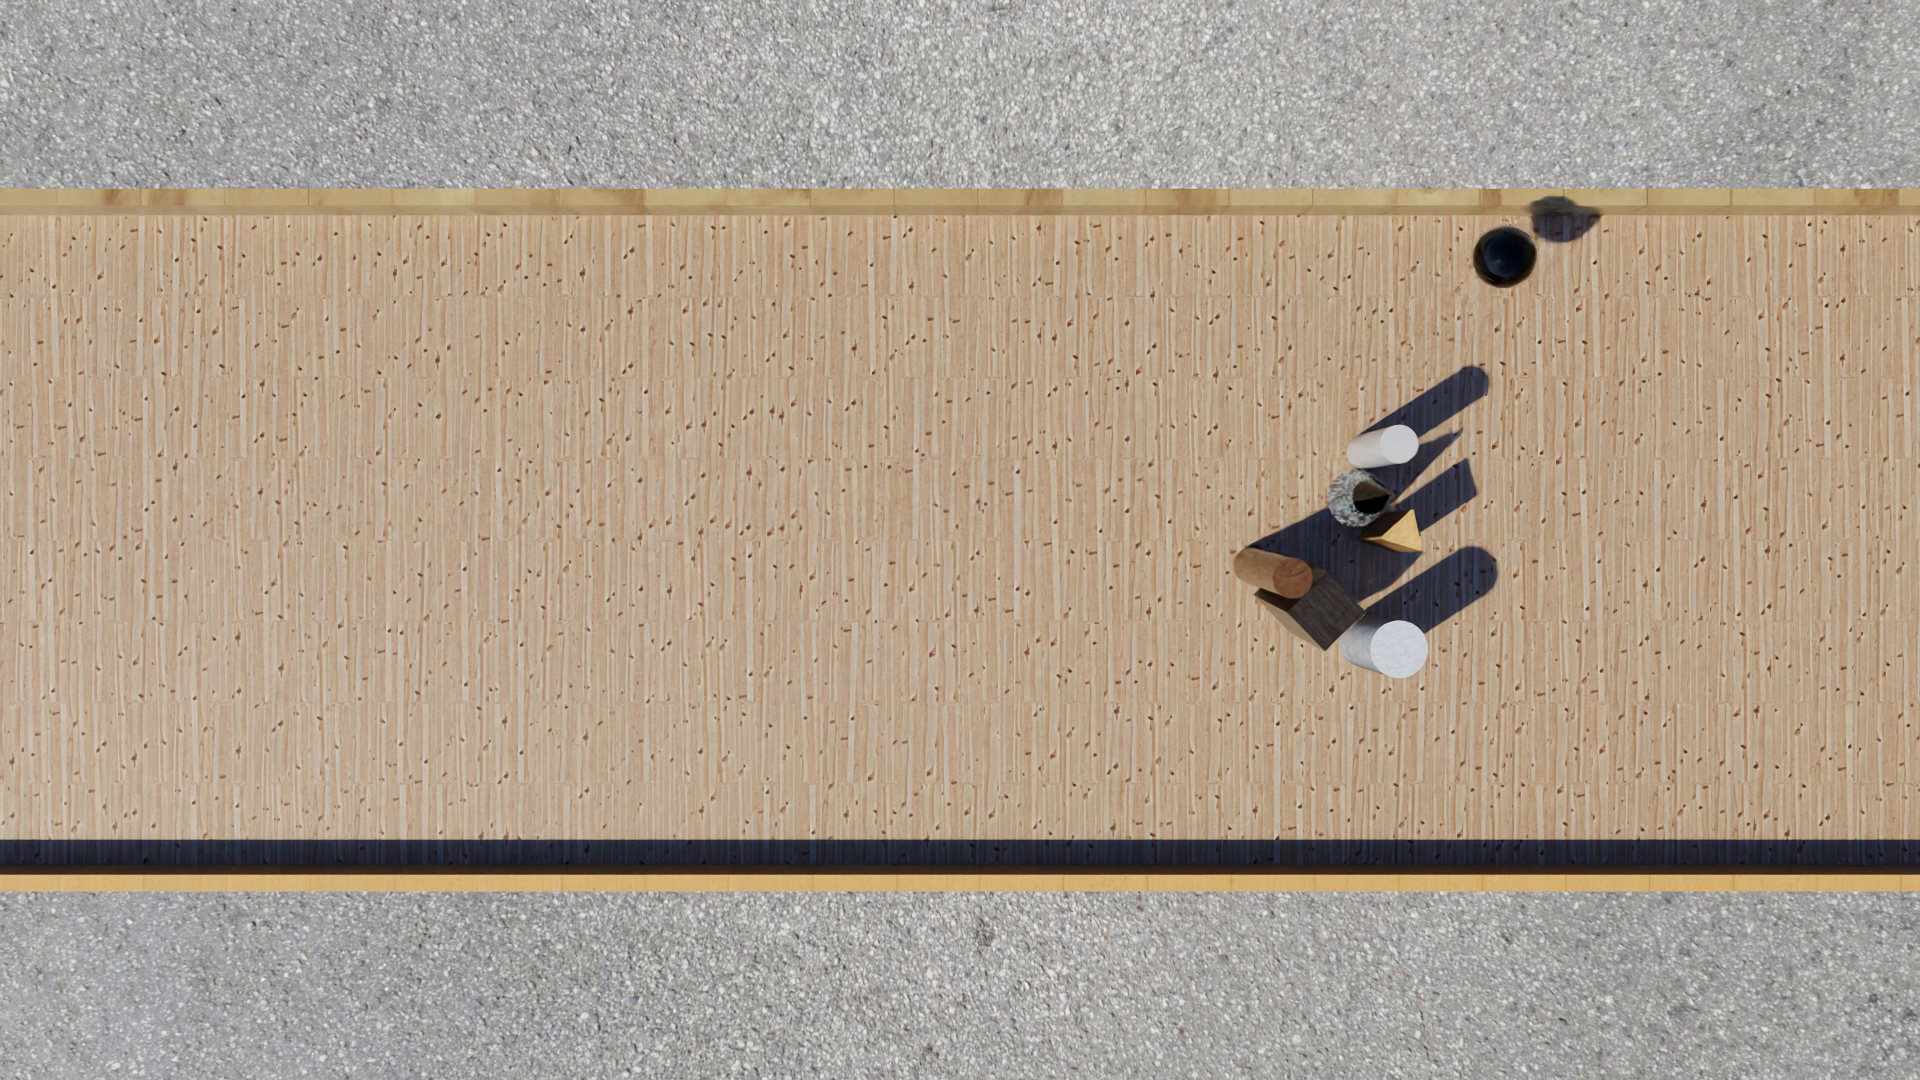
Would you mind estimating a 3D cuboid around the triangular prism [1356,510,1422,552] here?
[{"bbox_3d":[1.292,-0.036,4.918,0.121,0.316,0.105,17,89,1],"label":"triangular prism"}]

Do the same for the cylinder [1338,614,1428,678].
[{"bbox_3d":[1.245,0.310,4.876,0.164,0.401,0.164,0,90,0],"label":"cylinder"}]

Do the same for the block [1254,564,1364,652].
[{"bbox_3d":[1.033,0.186,4.901,0.165,0.326,0.165,-45,100,0],"label":"block"}]

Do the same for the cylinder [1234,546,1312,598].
[{"bbox_3d":[0.920,0.093,4.872,0.117,0.396,0.117,-1,95,-7],"label":"cylinder"}]

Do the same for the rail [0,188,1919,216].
[{"bbox_3d":[-2.247,-1.025,5.002,12.000,0.150,0.050,0,90,0],"label":"rail"}]

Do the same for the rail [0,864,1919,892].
[{"bbox_3d":[-2.247,1.025,5.001,12.000,0.150,0.050,0,90,0],"label":"rail"}]

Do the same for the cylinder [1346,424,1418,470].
[{"bbox_3d":[1.244,-0.272,4.875,0.109,0.403,0.109,0,90,0],"label":"cylinder"}]

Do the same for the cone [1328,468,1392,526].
[{"bbox_3d":[1.220,-0.129,4.868,0.179,0.417,0.179,0,90,0],"label":"cone"}]

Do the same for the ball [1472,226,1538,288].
[{"bbox_3d":[1.546,-0.803,4.683,0.175,0.175,0.175,0,90,0],"label":"ball"}]
